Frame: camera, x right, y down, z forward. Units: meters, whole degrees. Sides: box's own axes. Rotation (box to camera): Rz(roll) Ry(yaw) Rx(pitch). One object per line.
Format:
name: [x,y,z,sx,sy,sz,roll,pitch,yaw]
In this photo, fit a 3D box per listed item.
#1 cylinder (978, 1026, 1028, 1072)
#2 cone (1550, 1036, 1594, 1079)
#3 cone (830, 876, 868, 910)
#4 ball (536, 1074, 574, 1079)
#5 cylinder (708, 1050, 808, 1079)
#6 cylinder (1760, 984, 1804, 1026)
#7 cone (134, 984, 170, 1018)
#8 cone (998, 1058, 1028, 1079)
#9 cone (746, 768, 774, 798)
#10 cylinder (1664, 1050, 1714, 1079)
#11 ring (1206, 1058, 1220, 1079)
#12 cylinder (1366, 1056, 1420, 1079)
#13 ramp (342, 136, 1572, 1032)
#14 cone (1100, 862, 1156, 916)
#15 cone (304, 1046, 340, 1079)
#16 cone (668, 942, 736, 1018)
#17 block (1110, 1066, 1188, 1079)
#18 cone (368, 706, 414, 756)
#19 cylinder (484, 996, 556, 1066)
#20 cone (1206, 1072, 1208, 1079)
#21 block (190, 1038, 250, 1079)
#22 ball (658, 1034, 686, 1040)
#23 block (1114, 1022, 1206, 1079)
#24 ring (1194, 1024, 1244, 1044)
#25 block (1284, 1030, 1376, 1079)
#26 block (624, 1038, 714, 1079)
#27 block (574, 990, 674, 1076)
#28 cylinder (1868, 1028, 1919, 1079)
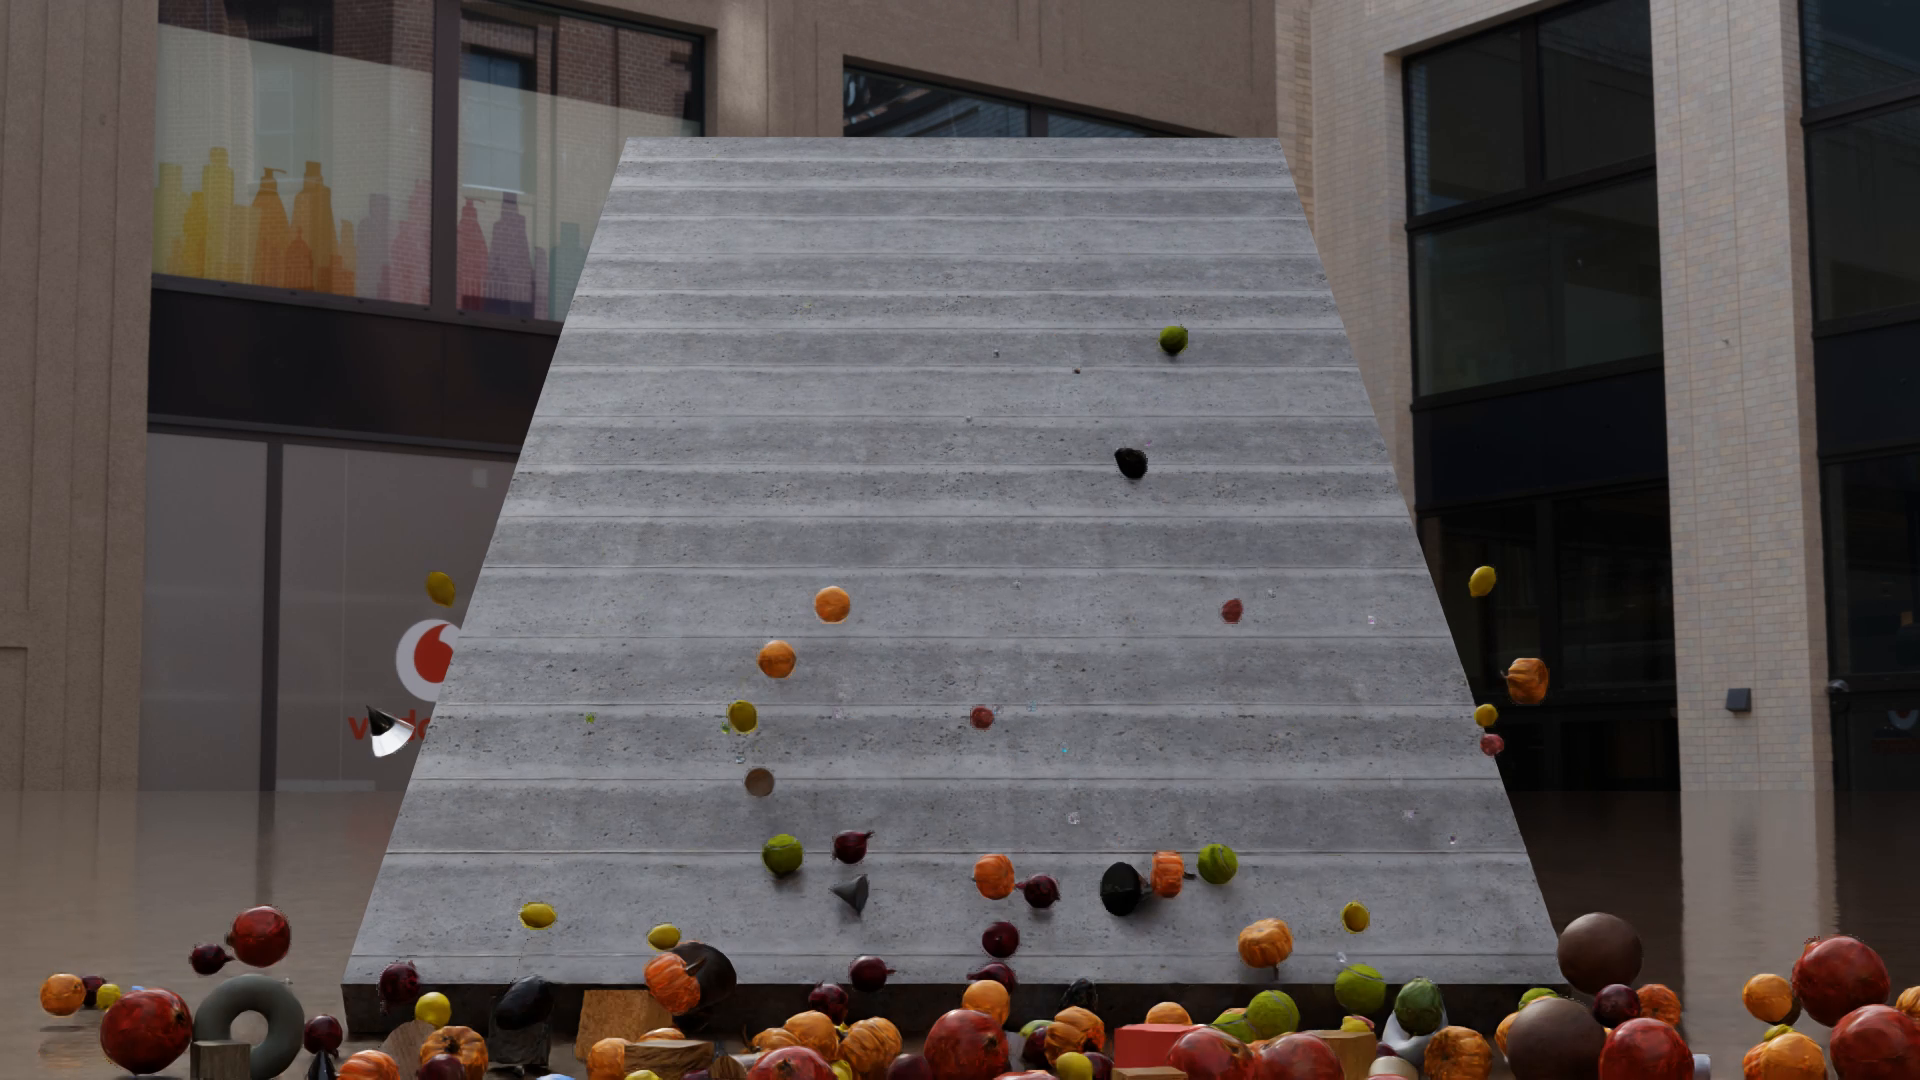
cylinder: [0.058,0.689,3.244,0.053,0.053,0.053,17,-14,4]
cone: [0.807,0.691,3.172,0.073,0.073,0.073,0,-6,0]
cone: [-0.194,0.594,4.065,0.059,0.059,0.059,2,-5,20]
ball: [-0.447,0.632,2.650,0.085,0.085,0.085,0,-6,0]
cylinder: [-0.240,0.652,2.848,0.087,0.087,0.087,5,-8,-40]
cylinder: [1.291,0.730,3.778,0.060,0.060,0.060,-3,-7,25]
cone: [-1.376,0.781,4.108,0.057,0.057,0.057,-11,-3,-14]
cone: [0.058,0.714,3.153,0.052,0.052,0.052,-29,-13,12]
cone: [-0.364,0.438,4.381,0.053,0.053,0.053,0,3,-2]
cylinder: [0.956,0.700,3.150,0.050,0.050,0.050,-22,-14,20]
ring: [0.307,0.723,3.277,0.097,0.032,0.097,1,-5,0]
cylinder: [0.507,0.651,2.833,0.060,0.060,0.060,-2,32,22]
ramp: [-0.013,-0.215,5.673,2.000,0.100,4.000,0,29,0]
cone: [0.303,0.595,4.089,0.090,0.090,0.090,10,-11,-44]
cone: [-0.821,0.684,3.091,0.072,0.072,0.072,0,-6,0]
cone: [-0.341,0.572,3.025,0.093,0.093,0.093,-2,27,17]
block: [0.220,0.653,2.791,0.073,0.073,0.073,1,-6,-11]
cone: [-1.188,0.374,4.928,0.096,0.096,0.096,-23,29,14]
cylinder: [-0.628,0.701,3.432,0.090,0.090,0.090,5,-11,1]
cone: [0.279,0.714,3.212,0.079,0.079,0.079,-30,-15,15]
block: [-0.976,0.696,3.174,0.065,0.065,0.065,3,-7,-27]
ball: [-0.389,0.701,3.244,0.068,0.068,0.068,0,-6,0]
block: [0.261,0.680,3.137,0.088,0.088,0.088,-4,-7,32]
ring: [0.399,0.768,3.744,0.087,0.029,0.087,1,-13,0]
block: [0.472,0.673,3.065,0.087,0.087,0.087,-4,-7,36]
block: [-0.365,0.672,3.020,0.080,0.080,0.080,-3,-6,26]
block: [-0.464,0.682,3.323,0.095,0.095,0.095,-2,-27,15]
cylinder: [1.195,0.661,3.045,0.066,0.066,0.066,-20,-13,-5]
